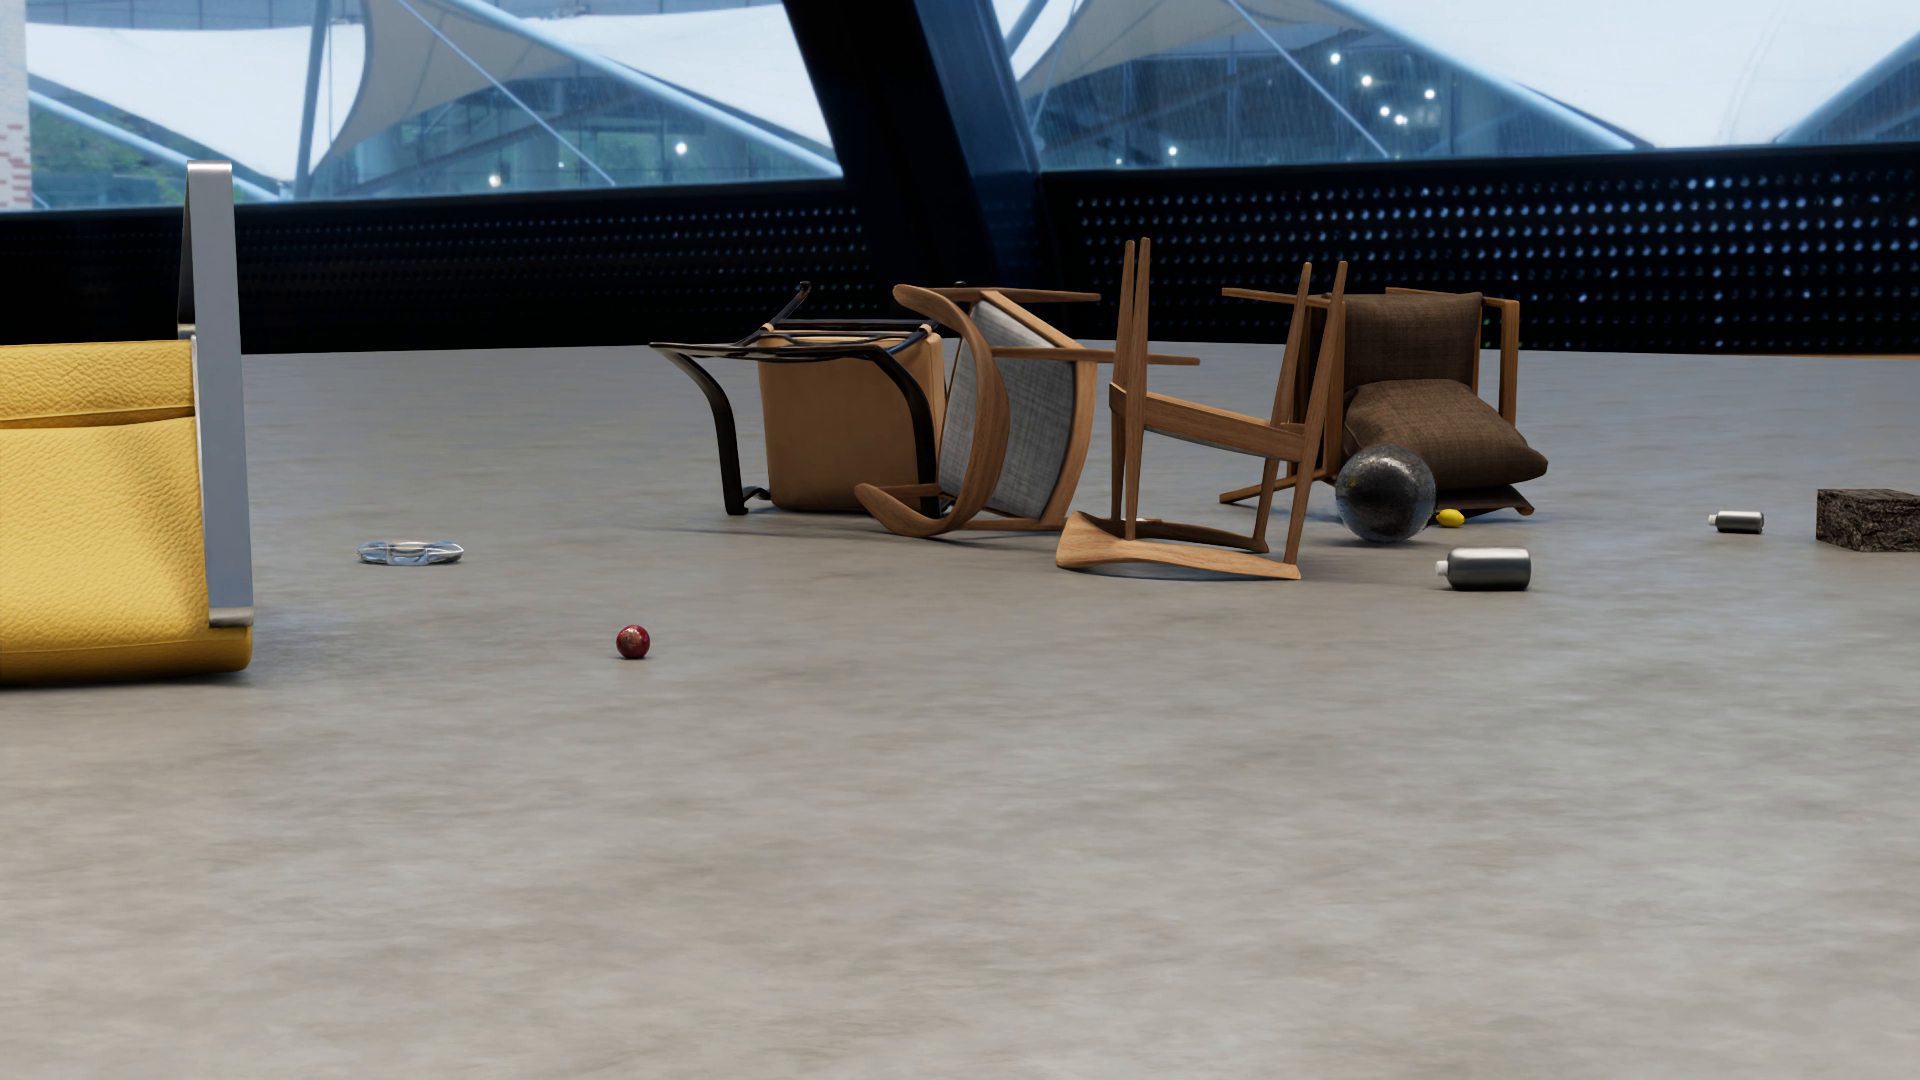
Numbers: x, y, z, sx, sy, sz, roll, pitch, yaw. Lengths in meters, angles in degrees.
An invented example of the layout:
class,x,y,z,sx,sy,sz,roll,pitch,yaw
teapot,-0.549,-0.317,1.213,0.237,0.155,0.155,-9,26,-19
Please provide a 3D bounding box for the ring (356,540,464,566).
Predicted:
class,x,y,z,sx,sy,sz,roll,pitch,yaw
ring,-1.266,0.029,5.907,0.257,0.048,0.152,1,7,12

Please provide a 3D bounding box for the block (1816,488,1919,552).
class,x,y,z,sx,sy,sz,roll,pitch,yaw
block,2.236,-0.049,6.273,0.177,0.127,0.298,0,6,-2

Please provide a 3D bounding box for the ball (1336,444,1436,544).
class,x,y,z,sx,sy,sz,roll,pitch,yaw
ball,1.047,-0.113,6.308,0.246,0.246,0.246,0,6,0

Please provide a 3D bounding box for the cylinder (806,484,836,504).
class,x,y,z,sx,sy,sz,roll,pitch,yaw
cylinder,-0.403,-0.133,7.429,0.072,0.056,0.057,4,-2,33
